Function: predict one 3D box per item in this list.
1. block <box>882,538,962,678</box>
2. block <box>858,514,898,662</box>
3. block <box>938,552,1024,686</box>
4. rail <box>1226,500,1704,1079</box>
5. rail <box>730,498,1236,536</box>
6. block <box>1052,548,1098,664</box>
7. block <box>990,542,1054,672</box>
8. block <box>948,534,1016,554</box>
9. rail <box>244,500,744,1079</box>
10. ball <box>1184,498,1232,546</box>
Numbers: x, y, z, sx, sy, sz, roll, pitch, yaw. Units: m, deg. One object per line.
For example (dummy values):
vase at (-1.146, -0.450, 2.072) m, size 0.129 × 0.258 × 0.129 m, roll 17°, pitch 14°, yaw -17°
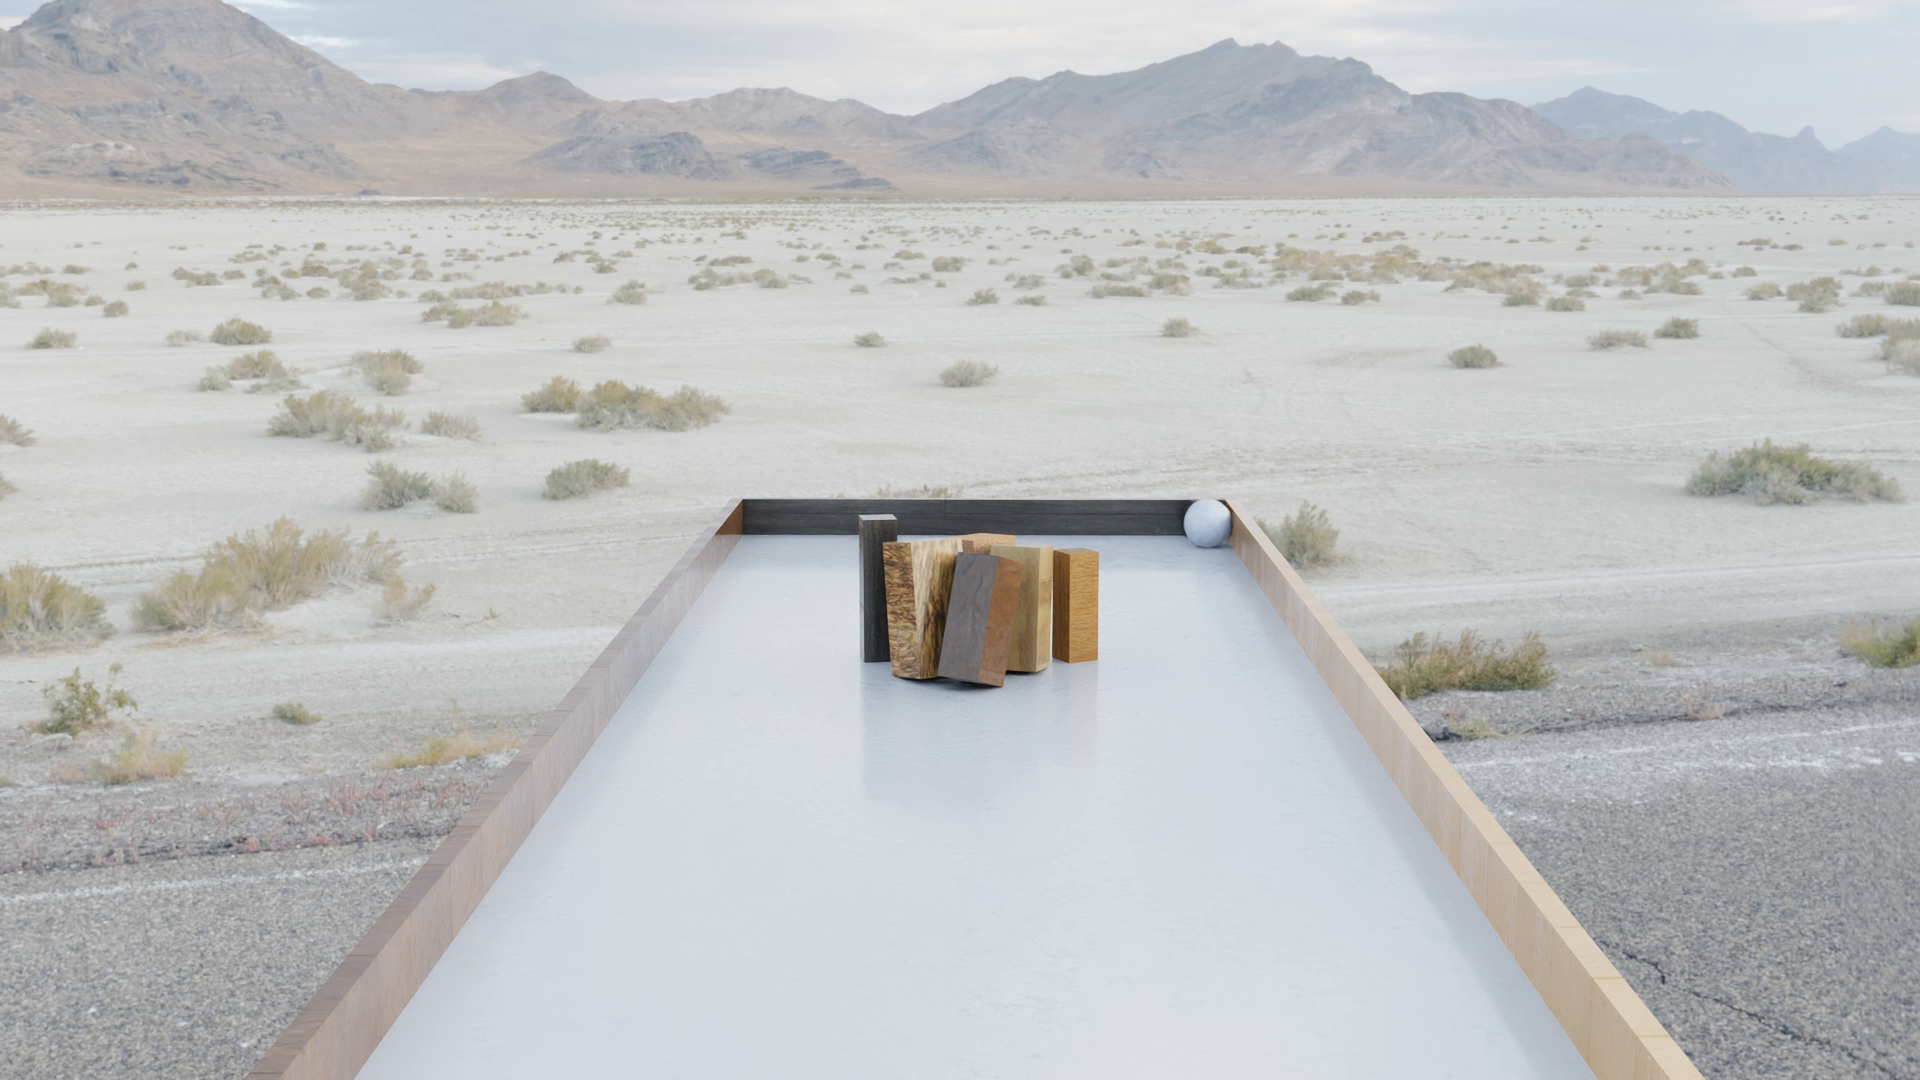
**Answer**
block at (-0.099, 0.197, 6.447) m, size 0.169 × 0.395 × 0.169 m, roll -5°, pitch 3°, yaw -31°
block at (-0.248, 0.147, 6.687) m, size 0.103 × 0.437 × 0.103 m, roll -2°, pitch 9°, yaw -10°
block at (0.060, 0.228, 6.335) m, size 0.139 × 0.361 × 0.139 m, roll 6°, pitch -7°, yaw 33°
rail at (1.046, 0.843, 3.208) m, size 0.050 × 0.150 × 12.000 m, roll 0°, pitch 9°, yaw 1°
rail at (0.099, -0.098, 9.147) m, size 2.100 × 0.150 × 0.050 m, roll 0°, pitch 9°, yaw 1°
block at (0.351, 0.198, 6.695) m, size 0.102 × 0.333 × 0.102 m, roll -5°, pitch 10°, yaw -28°
block at (0.178, 0.198, 6.548) m, size 0.154 × 0.366 × 0.154 m, roll 3°, pitch 4°, yaw 17°
block at (0.062, 0.173, 6.705) m, size 0.162 × 0.368 × 0.162 m, roll -7°, pitch 7°, yaw -37°
rail at (-1.004, 0.839, 3.234) m, size 0.050 × 0.150 × 12.000 m, roll 0°, pitch 9°, yaw 1°
ball at (0.996, -0.069, 8.825) m, size 0.194 × 0.194 × 0.194 m, roll 0°, pitch 9°, yaw 0°
